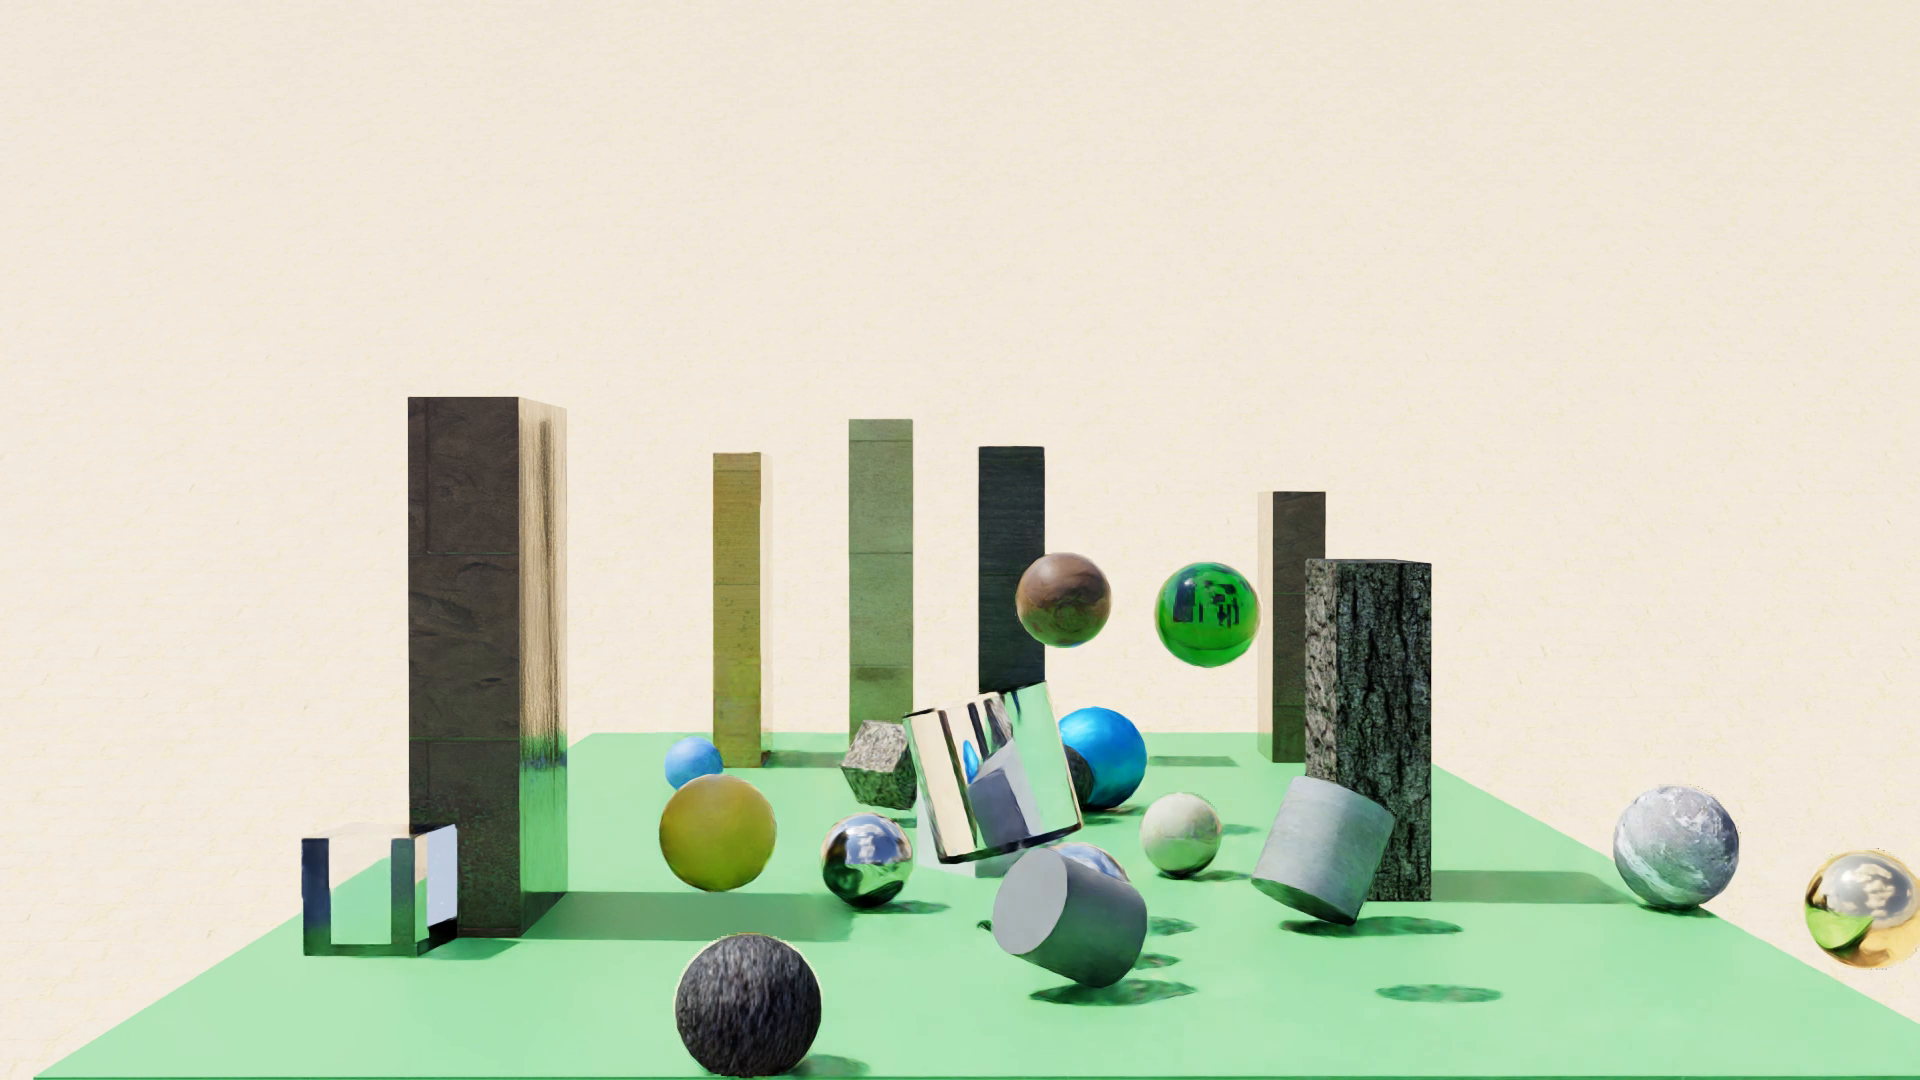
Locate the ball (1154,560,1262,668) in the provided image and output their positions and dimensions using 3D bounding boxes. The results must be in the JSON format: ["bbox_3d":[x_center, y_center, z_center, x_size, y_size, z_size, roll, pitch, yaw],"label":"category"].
[{"bbox_3d":[0.293,0.088,3.064,0.127,0.127,0.127,0,28,0],"label":"ball"}]

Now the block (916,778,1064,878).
[{"bbox_3d":[0.048,0.438,4.122,0.169,0.169,0.169,0,1,-34],"label":"block"}]

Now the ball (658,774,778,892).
[{"bbox_3d":[-0.337,0.408,3.594,0.164,0.164,0.164,0,28,0],"label":"ball"}]

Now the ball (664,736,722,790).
[{"bbox_3d":[-0.532,0.452,5.155,0.117,0.117,0.117,0,28,0],"label":"ball"}]

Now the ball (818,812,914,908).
[{"bbox_3d":[-0.134,0.459,3.712,0.137,0.137,0.137,0,28,0],"label":"ball"}]

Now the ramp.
[{"bbox_3d":[0.063,0.567,4.607,2.000,0.100,4.000,0,1,0],"label":"ramp"}]

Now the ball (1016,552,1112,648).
[{"bbox_3d":[0.186,0.107,4.625,0.173,0.173,0.173,0,28,0],"label":"ball"}]

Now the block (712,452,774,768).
[{"bbox_3d":[-0.494,0.153,5.909,0.105,0.697,0.385,0,1,0],"label":"block"}]

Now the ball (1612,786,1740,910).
[{"bbox_3d":[1.024,0.439,3.696,0.176,0.176,0.176,0,28,0],"label":"ball"}]

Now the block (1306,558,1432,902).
[{"bbox_3d":[0.617,0.278,3.927,0.139,0.493,0.332,0,1,0],"label":"block"}]

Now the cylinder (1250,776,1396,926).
[{"bbox_3d":[0.497,0.426,3.538,0.153,0.153,0.153,16,73,28],"label":"cylinder"}]

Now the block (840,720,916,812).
[{"bbox_3d":[-0.132,0.411,4.708,0.109,0.109,0.109,5,49,29],"label":"block"}]

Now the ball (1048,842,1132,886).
[{"bbox_3d":[0.146,0.458,3.280,0.149,0.149,0.149,0,28,0],"label":"ball"}]

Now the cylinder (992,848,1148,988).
[{"bbox_3d":[0.130,0.449,3.060,0.130,0.130,0.130,28,13,-32],"label":"cylinder"}]

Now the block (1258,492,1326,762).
[{"bbox_3d":[0.762,0.194,5.954,0.120,0.612,0.290,0,1,0],"label":"block"}]

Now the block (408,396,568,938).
[{"bbox_3d":[-0.662,0.167,3.656,0.148,0.722,0.423,0,1,0],"label":"block"}]

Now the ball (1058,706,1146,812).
[{"bbox_3d":[0.256,0.415,4.896,0.197,0.197,0.197,0,28,0],"label":"ball"}]

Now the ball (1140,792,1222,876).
[{"bbox_3d":[0.345,0.460,4.031,0.129,0.129,0.129,0,28,0],"label":"ball"}]

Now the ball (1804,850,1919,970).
[{"bbox_3d":[1.131,0.461,3.226,0.148,0.148,0.148,0,28,0],"label":"ball"}]

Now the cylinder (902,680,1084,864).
[{"bbox_3d":[0.046,0.319,3.555,0.207,0.207,0.207,-14,-1,0],"label":"cylinder"}]

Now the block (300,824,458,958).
[{"bbox_3d":[-0.756,0.455,3.373,0.152,0.152,0.152,-1,1,9],"label":"block"}]

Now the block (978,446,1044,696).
[{"bbox_3d":[0.115,0.145,5.876,0.148,0.712,0.241,0,1,0],"label":"block"}]

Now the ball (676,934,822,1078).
[{"bbox_3d":[-0.216,0.479,2.645,0.150,0.150,0.150,0,28,0],"label":"ball"}]

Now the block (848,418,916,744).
[{"bbox_3d":[-0.175,0.116,5.861,0.143,0.772,0.246,0,1,0],"label":"block"}]

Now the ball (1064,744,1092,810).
[{"bbox_3d":[0.172,0.444,4.733,0.143,0.143,0.143,0,28,0],"label":"ball"}]
